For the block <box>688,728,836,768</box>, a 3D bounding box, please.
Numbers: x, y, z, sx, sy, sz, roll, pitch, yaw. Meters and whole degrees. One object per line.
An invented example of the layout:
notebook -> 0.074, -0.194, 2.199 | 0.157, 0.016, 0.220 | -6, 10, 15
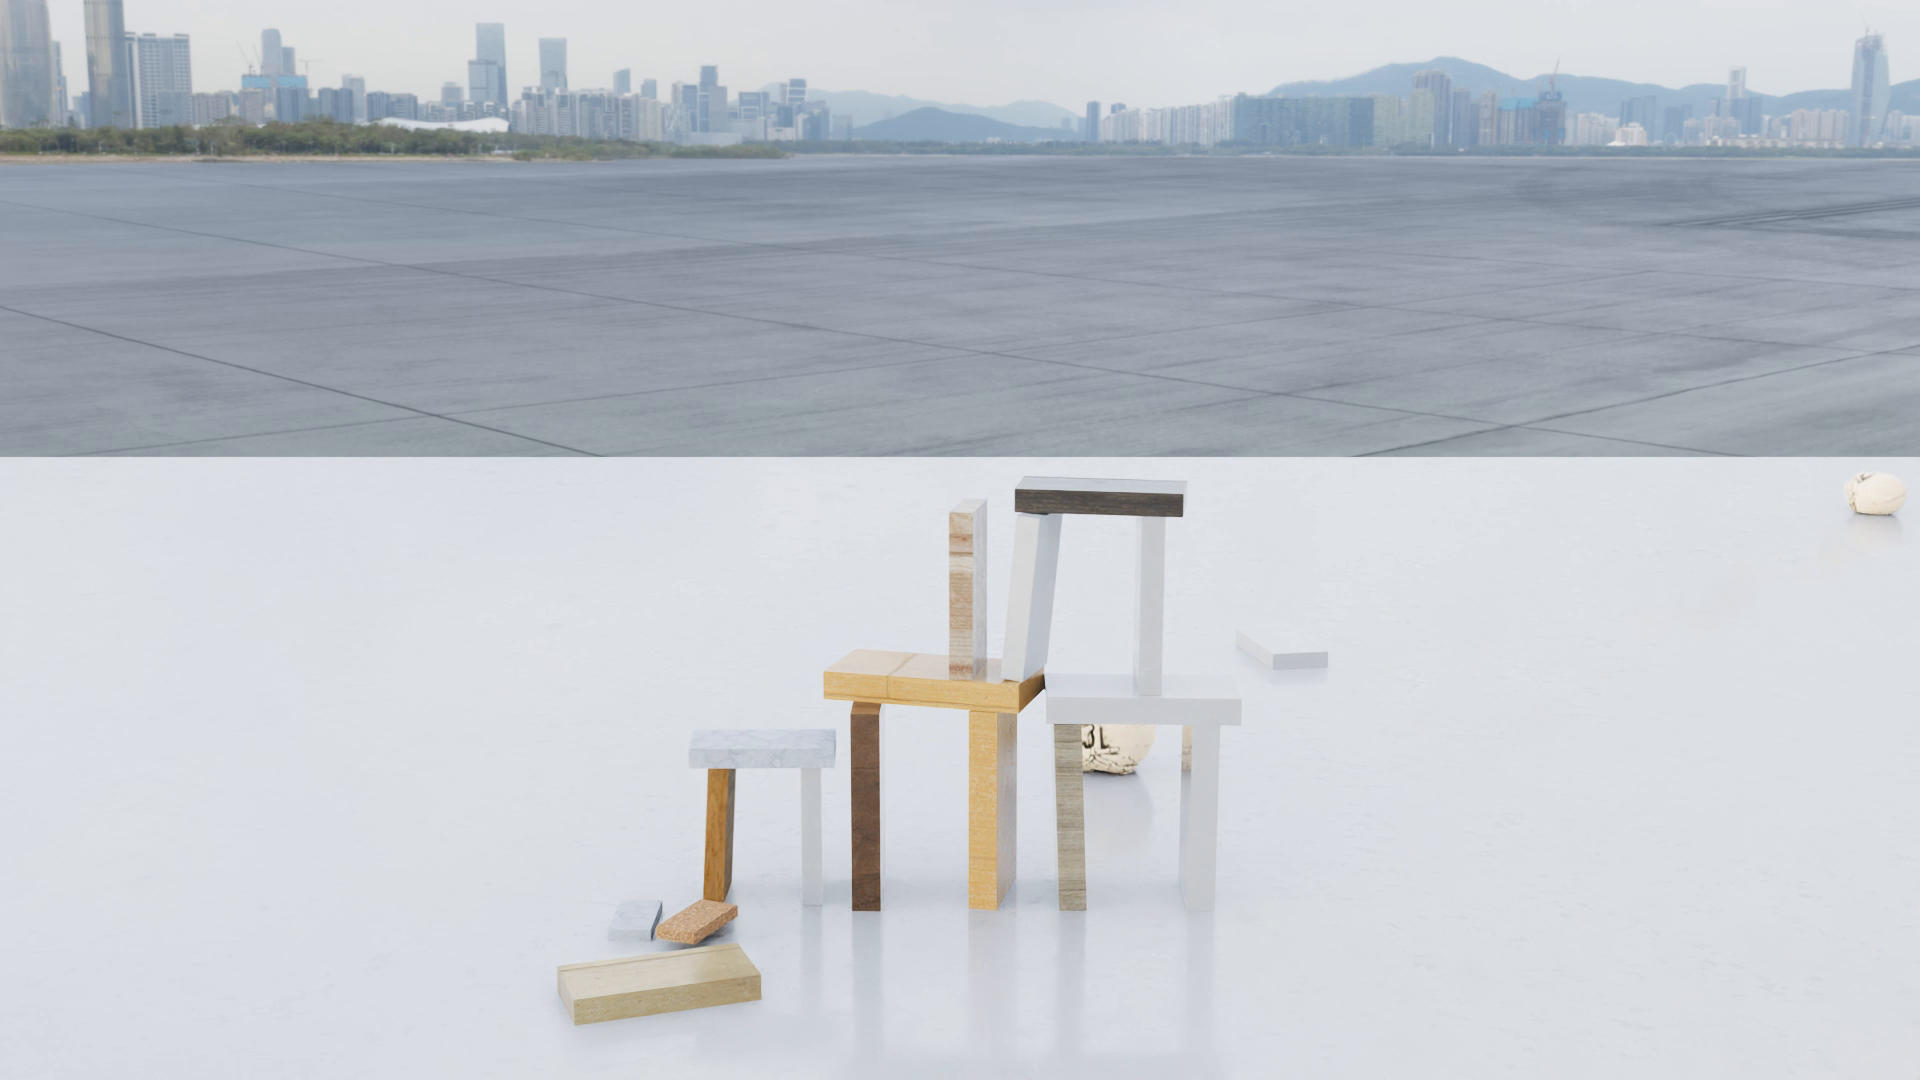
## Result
block -> -0.323, 0.343, 3.614 | 0.236, 0.033, 0.118 | 0, 11, -2

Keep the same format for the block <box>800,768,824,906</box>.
block -> -0.245, 0.474, 3.649 | 0.033, 0.236, 0.118 | -1, 11, -3

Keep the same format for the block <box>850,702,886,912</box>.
block -> -0.151, 0.427, 3.637 | 0.047, 0.332, 0.166 | 0, 11, 1

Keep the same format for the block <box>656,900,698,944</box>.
block -> -0.434, 0.609, 3.514 | 0.068, 0.019, 0.135 | 2, 11, 10

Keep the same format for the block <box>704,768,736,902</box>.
block -> -0.398, 0.473, 3.648 | 0.033, 0.236, 0.118 | 3, 11, 0

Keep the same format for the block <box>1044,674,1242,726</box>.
block -> 0.296, 0.260, 3.603 | 0.313, 0.044, 0.157 | 1, 11, 1

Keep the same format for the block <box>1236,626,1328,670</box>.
block -> 0.778, 0.261, 5.333 | 0.137, 0.039, 0.275 | -2, 11, -11

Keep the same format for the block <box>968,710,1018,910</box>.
block -> 0.055, 0.426, 3.644 | 0.047, 0.332, 0.166 | 2, 11, 12

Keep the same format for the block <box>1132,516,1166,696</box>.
block -> 0.307, 0.095, 3.576 | 0.038, 0.291, 0.135 | 0, 11, 1

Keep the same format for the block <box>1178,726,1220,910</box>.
block -> 0.395, 0.437, 3.637 | 0.044, 0.313, 0.157 | 0, 11, 0

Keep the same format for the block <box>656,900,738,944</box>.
block -> -0.413, 0.600, 3.459 | 0.068, 0.019, 0.135 | 5, 11, 24

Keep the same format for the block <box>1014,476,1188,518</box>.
block -> 0.230, -0.071, 3.565 | 0.269, 0.038, 0.135 | 2, 11, 8

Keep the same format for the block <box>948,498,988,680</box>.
block -> 0.014, 0.079, 3.592 | 0.039, 0.274, 0.137 | 2, 11, 10

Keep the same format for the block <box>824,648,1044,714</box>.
block -> -0.042, 0.232, 3.647 | 0.332, 0.047, 0.166 | 3, 11, 16

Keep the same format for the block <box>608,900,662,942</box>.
block -> -0.519, 0.609, 3.517 | 0.068, 0.019, 0.135 | 0, 11, 0

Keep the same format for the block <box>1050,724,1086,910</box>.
block -> 0.179, 0.436, 3.636 | 0.044, 0.313, 0.157 | -2, 11, 0

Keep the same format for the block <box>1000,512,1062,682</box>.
block -> 0.118, 0.084, 3.578 | 0.038, 0.269, 0.135 | 9, 13, 18

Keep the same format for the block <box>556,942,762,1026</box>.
block -> -0.443, 0.651, 3.233 | 0.275, 0.039, 0.137 | -4, 11, -20
